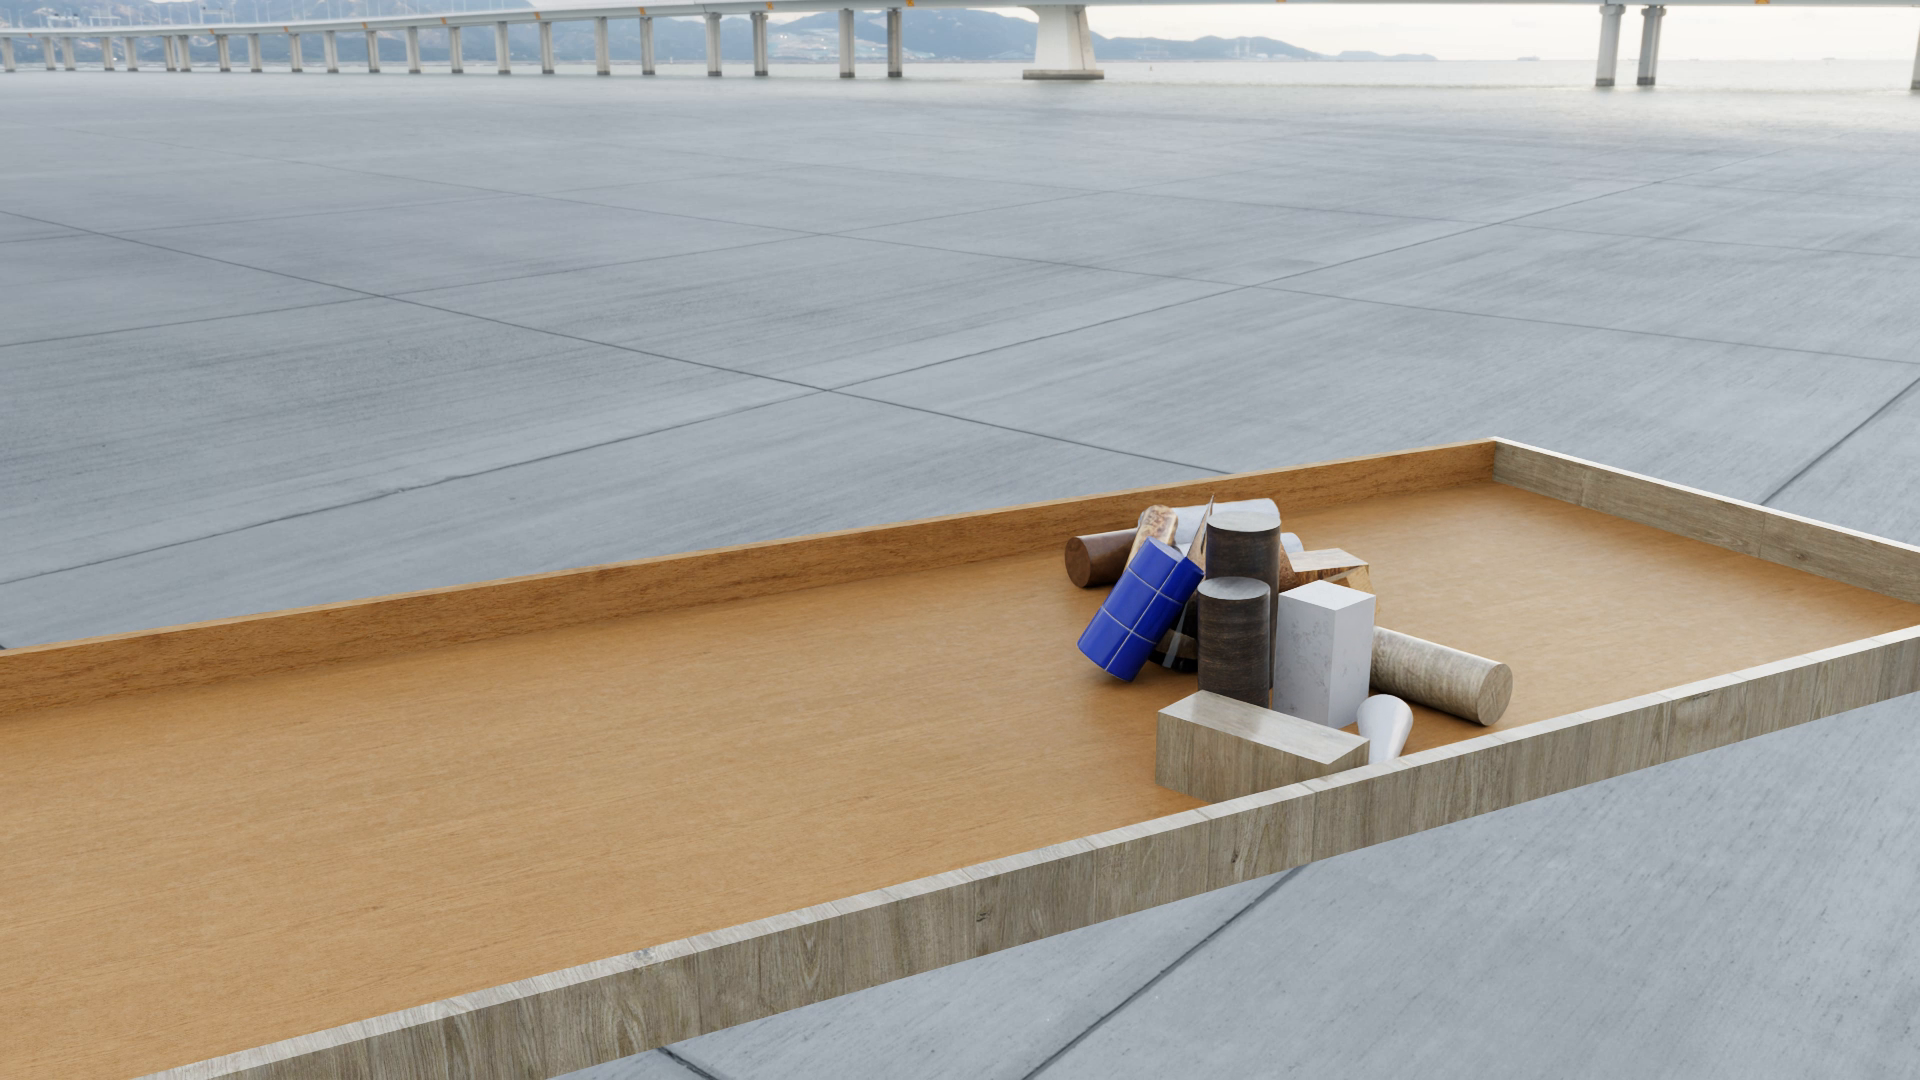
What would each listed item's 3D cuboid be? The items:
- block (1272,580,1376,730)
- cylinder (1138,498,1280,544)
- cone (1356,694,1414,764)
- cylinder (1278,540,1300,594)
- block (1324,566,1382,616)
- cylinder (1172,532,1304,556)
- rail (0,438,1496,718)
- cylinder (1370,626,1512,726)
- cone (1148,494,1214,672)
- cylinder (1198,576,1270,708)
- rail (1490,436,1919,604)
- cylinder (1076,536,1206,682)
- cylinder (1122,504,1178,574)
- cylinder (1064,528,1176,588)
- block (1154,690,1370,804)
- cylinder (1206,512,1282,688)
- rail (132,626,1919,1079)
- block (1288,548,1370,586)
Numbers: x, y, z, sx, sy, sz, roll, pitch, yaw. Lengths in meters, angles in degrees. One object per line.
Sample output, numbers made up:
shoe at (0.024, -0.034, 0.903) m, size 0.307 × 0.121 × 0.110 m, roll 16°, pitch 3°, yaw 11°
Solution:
block at (0.855, 0.273, 3.885) m, size 0.159 × 0.304 × 0.159 m, roll -14°, pitch 22°, yaw -40°
cylinder at (0.787, -0.036, 5.204) m, size 0.429 × 0.153 × 0.153 m, roll -6°, pitch 18°, yaw -20°
cone at (0.909, 0.489, 3.581) m, size 0.126 × 0.126 × 0.397 m, roll 5°, pitch 26°, yaw 16°
cylinder at (0.656, 0.126, 4.334) m, size 0.433 × 0.172 × 0.172 m, roll -23°, pitch 14°, yaw 10°
block at (0.888, 0.188, 4.232) m, size 0.338 × 0.125 × 0.125 m, roll -23°, pitch -1°, yaw 36°
cylinder at (0.811, 0.068, 4.868) m, size 0.388 × 0.144 × 0.144 m, roll -6°, pitch 17°, yaw -19°
rail at (-3.305, 0.497, 3.399) m, size 12.000 × 0.150 × 0.050 m, roll -9°, pitch 18°, yaw -27°
cylinder at (1.126, 0.321, 3.994) m, size 0.151 × 0.151 × 0.380 m, roll -14°, pitch 21°, yaw -39°
cone at (0.592, 0.096, 4.191) m, size 0.153 × 0.448 × 0.153 m, roll 12°, pitch 11°, yaw -2°
cylinder at (0.634, 0.270, 3.823) m, size 0.165 × 0.337 × 0.165 m, roll -3°, pitch 17°, yaw 1°
rail at (2.466, -0.048, 5.253) m, size 0.050 × 0.150 × 2.100 m, roll -9°, pitch 18°, yaw -27°
cylinder at (0.450, 0.173, 4.119) m, size 0.171 × 0.324 × 0.171 m, roll 31°, pitch 11°, yaw -7°
cylinder at (0.533, 0.064, 4.711) m, size 0.108 × 0.108 × 0.443 m, roll 5°, pitch 35°, yaw 16°
cylinder at (0.481, 0.047, 4.930) m, size 0.301 × 0.151 × 0.151 m, roll -8°, pitch 18°, yaw -25°
block at (0.629, 0.467, 3.466) m, size 0.410 × 0.169 × 0.169 m, roll 14°, pitch 22°, yaw 40°
cylinder at (0.696, 0.154, 4.082) m, size 0.179 × 0.419 × 0.179 m, roll -1°, pitch 17°, yaw 0°
rail at (-2.336, 1.006, 1.665) m, size 12.000 × 0.150 × 0.050 m, roll -9°, pitch 18°, yaw -27°
block at (0.886, 0.143, 4.580) m, size 0.460 × 0.162 × 0.162 m, roll -5°, pitch 17°, yaw -18°
